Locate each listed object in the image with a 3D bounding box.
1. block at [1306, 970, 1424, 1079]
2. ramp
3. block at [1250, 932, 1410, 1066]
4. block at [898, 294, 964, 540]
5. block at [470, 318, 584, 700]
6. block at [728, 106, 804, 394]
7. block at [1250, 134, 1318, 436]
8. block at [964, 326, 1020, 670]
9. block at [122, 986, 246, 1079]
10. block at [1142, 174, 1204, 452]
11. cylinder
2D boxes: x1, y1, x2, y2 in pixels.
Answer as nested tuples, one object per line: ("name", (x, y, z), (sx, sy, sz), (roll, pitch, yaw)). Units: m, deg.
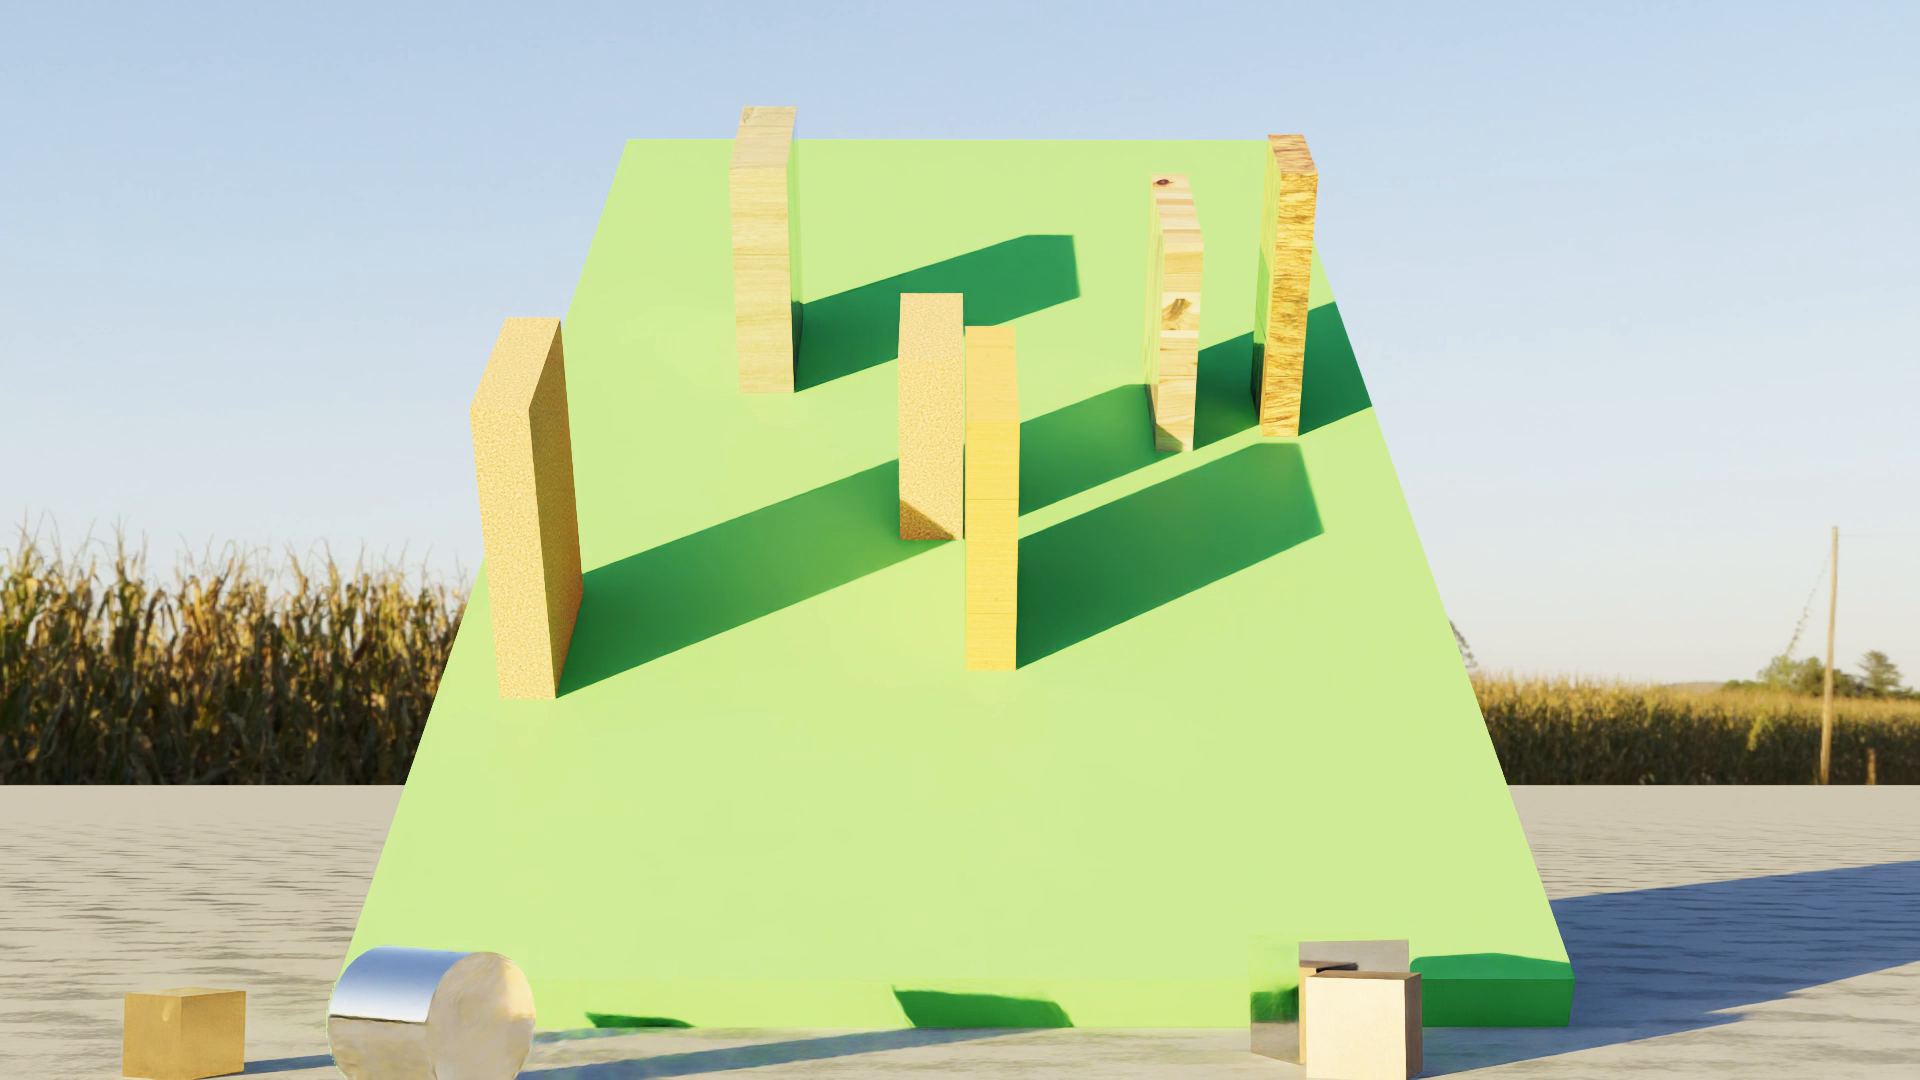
("block", (0.559, 0.669, 3.315), (0.134, 0.134, 0.134), (-2, -6, 20))
("ramp", (-0.012, -0.217, 5.655), (2.000, 0.100, 4.000), (0, 29, 0))
("block", (0.540, 0.669, 3.518), (0.174, 0.174, 0.174), (2, -6, -17))
("block", (-0.062, -0.270, 5.208), (0.134, 0.426, 0.344), (0, 29, 0))
("block", (-0.829, -0.064, 4.635), (0.106, 0.617, 0.408), (0, 29, 0))
("block", (-0.467, -0.710, 5.848), (0.132, 0.572, 0.438), (0, 29, 0))
("block", (0.747, -0.586, 5.556), (0.082, 0.646, 0.260), (0, 29, 0))
("block", (0.060, -0.087, 4.760), (0.097, 0.541, 0.435), (0, 29, 0))
("block", (-1.067, 0.678, 3.304), (0.113, 0.113, 0.113), (-3, -7, 31))
("block", (0.492, -0.534, 5.596), (0.085, 0.514, 0.435), (0, 29, 0))
("cylinder", (-0.682, 0.621, 3.103), (0.186, 0.186, 0.186), (-4, -7, 36))
